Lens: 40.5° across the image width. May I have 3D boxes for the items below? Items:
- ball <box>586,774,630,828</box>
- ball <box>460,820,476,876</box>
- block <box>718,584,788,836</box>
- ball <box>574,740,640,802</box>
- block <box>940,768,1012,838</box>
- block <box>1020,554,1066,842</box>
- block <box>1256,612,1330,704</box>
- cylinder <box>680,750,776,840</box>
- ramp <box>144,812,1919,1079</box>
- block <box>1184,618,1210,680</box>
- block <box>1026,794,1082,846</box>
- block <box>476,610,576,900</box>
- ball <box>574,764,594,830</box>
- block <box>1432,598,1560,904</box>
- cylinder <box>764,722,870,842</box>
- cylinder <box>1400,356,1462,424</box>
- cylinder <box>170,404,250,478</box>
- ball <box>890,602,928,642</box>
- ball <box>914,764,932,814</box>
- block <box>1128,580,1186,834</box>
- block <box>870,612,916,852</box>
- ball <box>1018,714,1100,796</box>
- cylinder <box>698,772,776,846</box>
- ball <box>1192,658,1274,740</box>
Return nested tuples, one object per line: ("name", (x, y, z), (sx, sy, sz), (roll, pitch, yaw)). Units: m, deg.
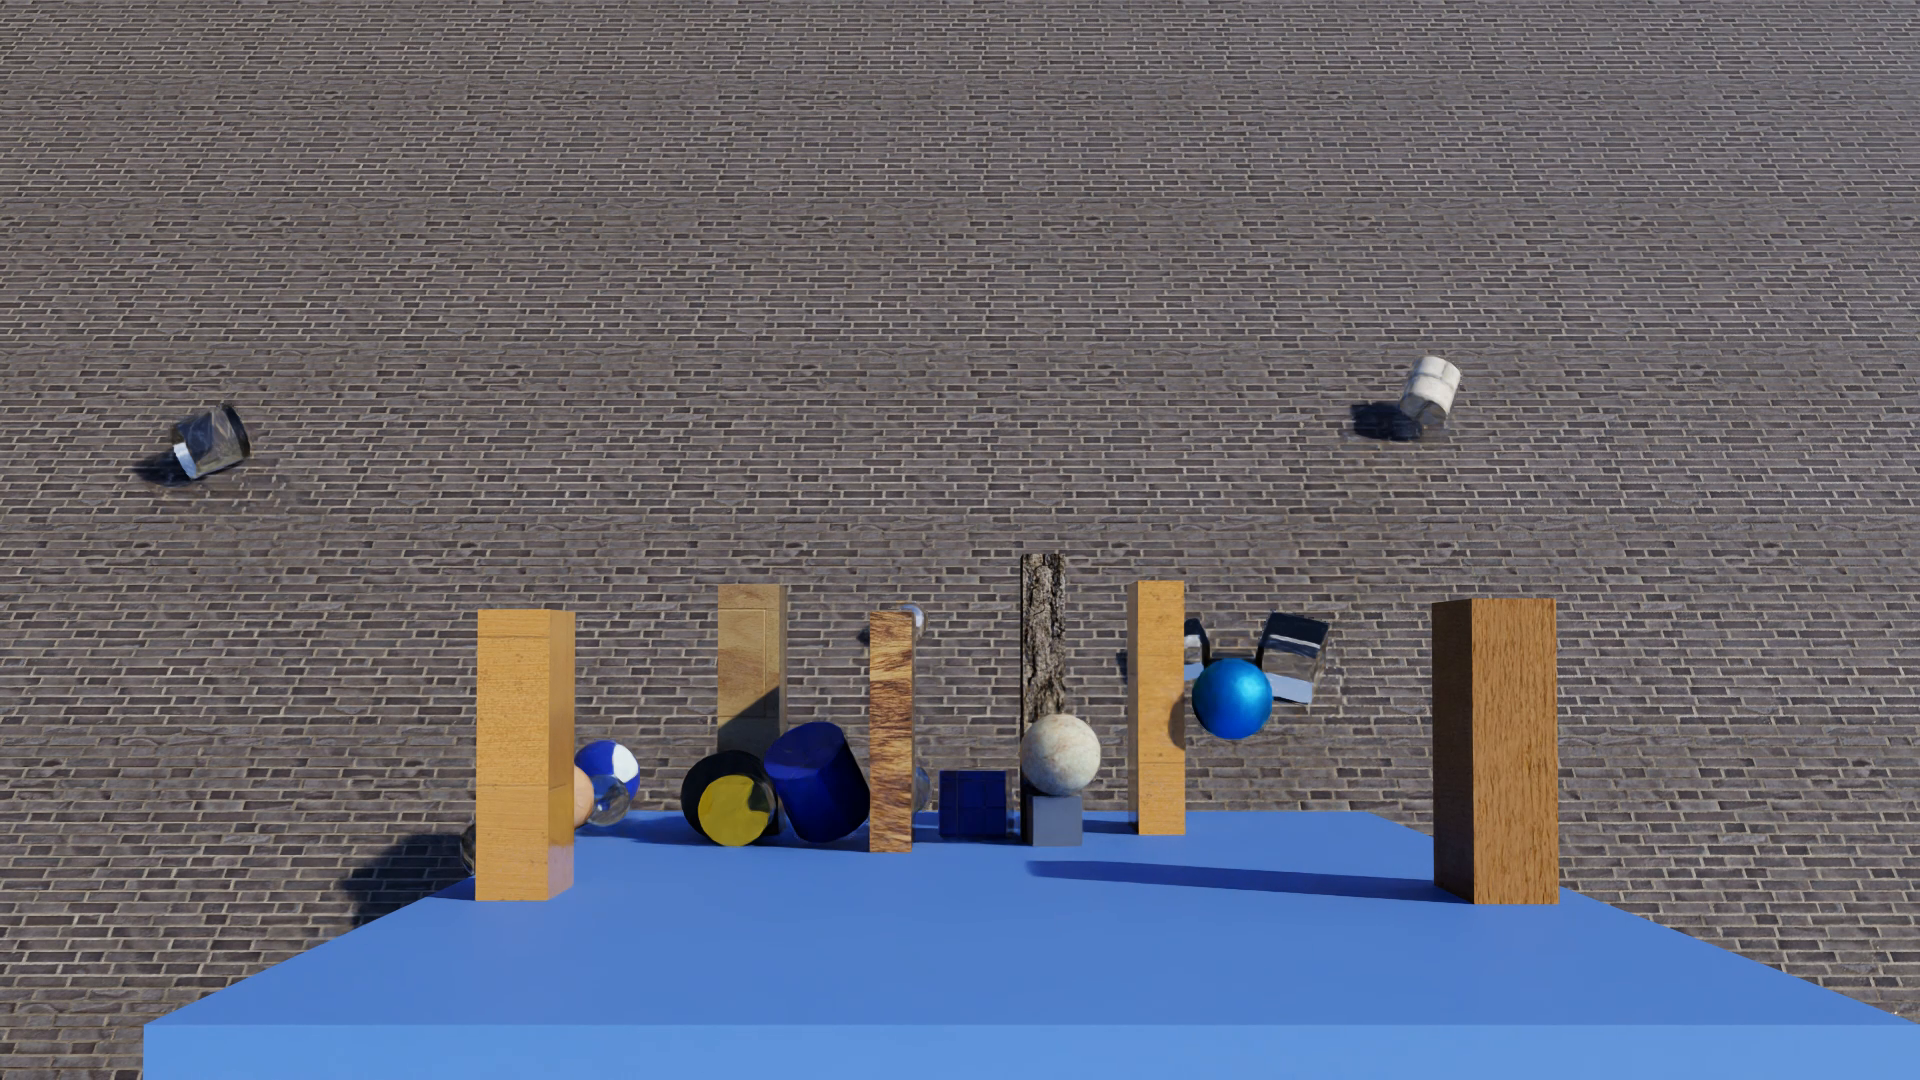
("ball", (-0.862, 0.630, 6.291), (0.128, 0.128, 0.128), (0, 37, 0))
("ball", (-1.165, 0.771, 6.500), (0.170, 0.170, 0.170), (0, 37, 0))
("block", (-0.490, 0.399, 6.161), (0.142, 0.579, 0.283), (0, -3, 0))
("ball", (-0.941, 0.627, 6.882), (0.193, 0.193, 0.193), (0, 37, 0))
("block", (0.038, 0.606, 6.009), (0.152, 0.152, 0.152), (0, -3, 7))
("block", (0.187, 0.356, 5.909), (0.094, 0.641, 0.253), (0, -3, 0))
("block", (0.946, 0.335, 7.427), (0.168, 0.168, 0.168), (12, 38, 16))
("cylinder", (-0.525, 0.579, 5.912), (0.197, 0.197, 0.197), (1, -3, 1))
("ramp", (0.081, 0.684, 4.924), (2.000, 0.100, 4.000), (0, -3, 0))
("block", (0.640, 0.318, 7.489), (0.122, 0.122, 0.122), (-8, 38, -10))
("block", (0.207, 0.614, 5.713), (0.109, 0.109, 0.109), (0, -3, -6))
("block", (-0.759, 0.371, 4.561), (0.123, 0.493, 0.294), (0, -3, 0))
("ball", (-0.932, 0.597, 6.025), (0.172, 0.172, 0.172), (0, 37, 0))
("block", (0.929, 0.361, 4.537), (0.142, 0.510, 0.372), (0, -3, 0))
("cylinder", (-0.310, 0.531, 5.705), (0.187, 0.187, 0.187), (-16, 32, 10))
("cylinder", (1.525, -0.485, 8.436), (0.158, 0.158, 0.158), (15, 65, 19))
("cylinder", (-2.386, -0.313, 8.272), (0.184, 0.184, 0.184), (-25, 44, -29))
("ball", (-0.155, 0.242, 7.590), (0.122, 0.122, 0.122), (0, 37, 0))
("ball", (-0.145, 0.643, 6.729), (0.142, 0.142, 0.142), (0, 37, 0))
("block", (0.467, 0.397, 6.229), (0.107, 0.588, 0.397), (0, -3, 0))
("block", (-0.147, 0.414, 5.712), (0.088, 0.508, 0.438), (0, -3, 0))
("ball", (0.217, 0.468, 5.667), (0.179, 0.179, 0.179), (0, 37, 0))
("cylinder", (-0.491, 0.592, 5.734), (0.156, 0.156, 0.156), (1, -3, 1))
("ball", (0.632, 0.369, 6.034), (0.188, 0.188, 0.188), (0, 37, 0))
